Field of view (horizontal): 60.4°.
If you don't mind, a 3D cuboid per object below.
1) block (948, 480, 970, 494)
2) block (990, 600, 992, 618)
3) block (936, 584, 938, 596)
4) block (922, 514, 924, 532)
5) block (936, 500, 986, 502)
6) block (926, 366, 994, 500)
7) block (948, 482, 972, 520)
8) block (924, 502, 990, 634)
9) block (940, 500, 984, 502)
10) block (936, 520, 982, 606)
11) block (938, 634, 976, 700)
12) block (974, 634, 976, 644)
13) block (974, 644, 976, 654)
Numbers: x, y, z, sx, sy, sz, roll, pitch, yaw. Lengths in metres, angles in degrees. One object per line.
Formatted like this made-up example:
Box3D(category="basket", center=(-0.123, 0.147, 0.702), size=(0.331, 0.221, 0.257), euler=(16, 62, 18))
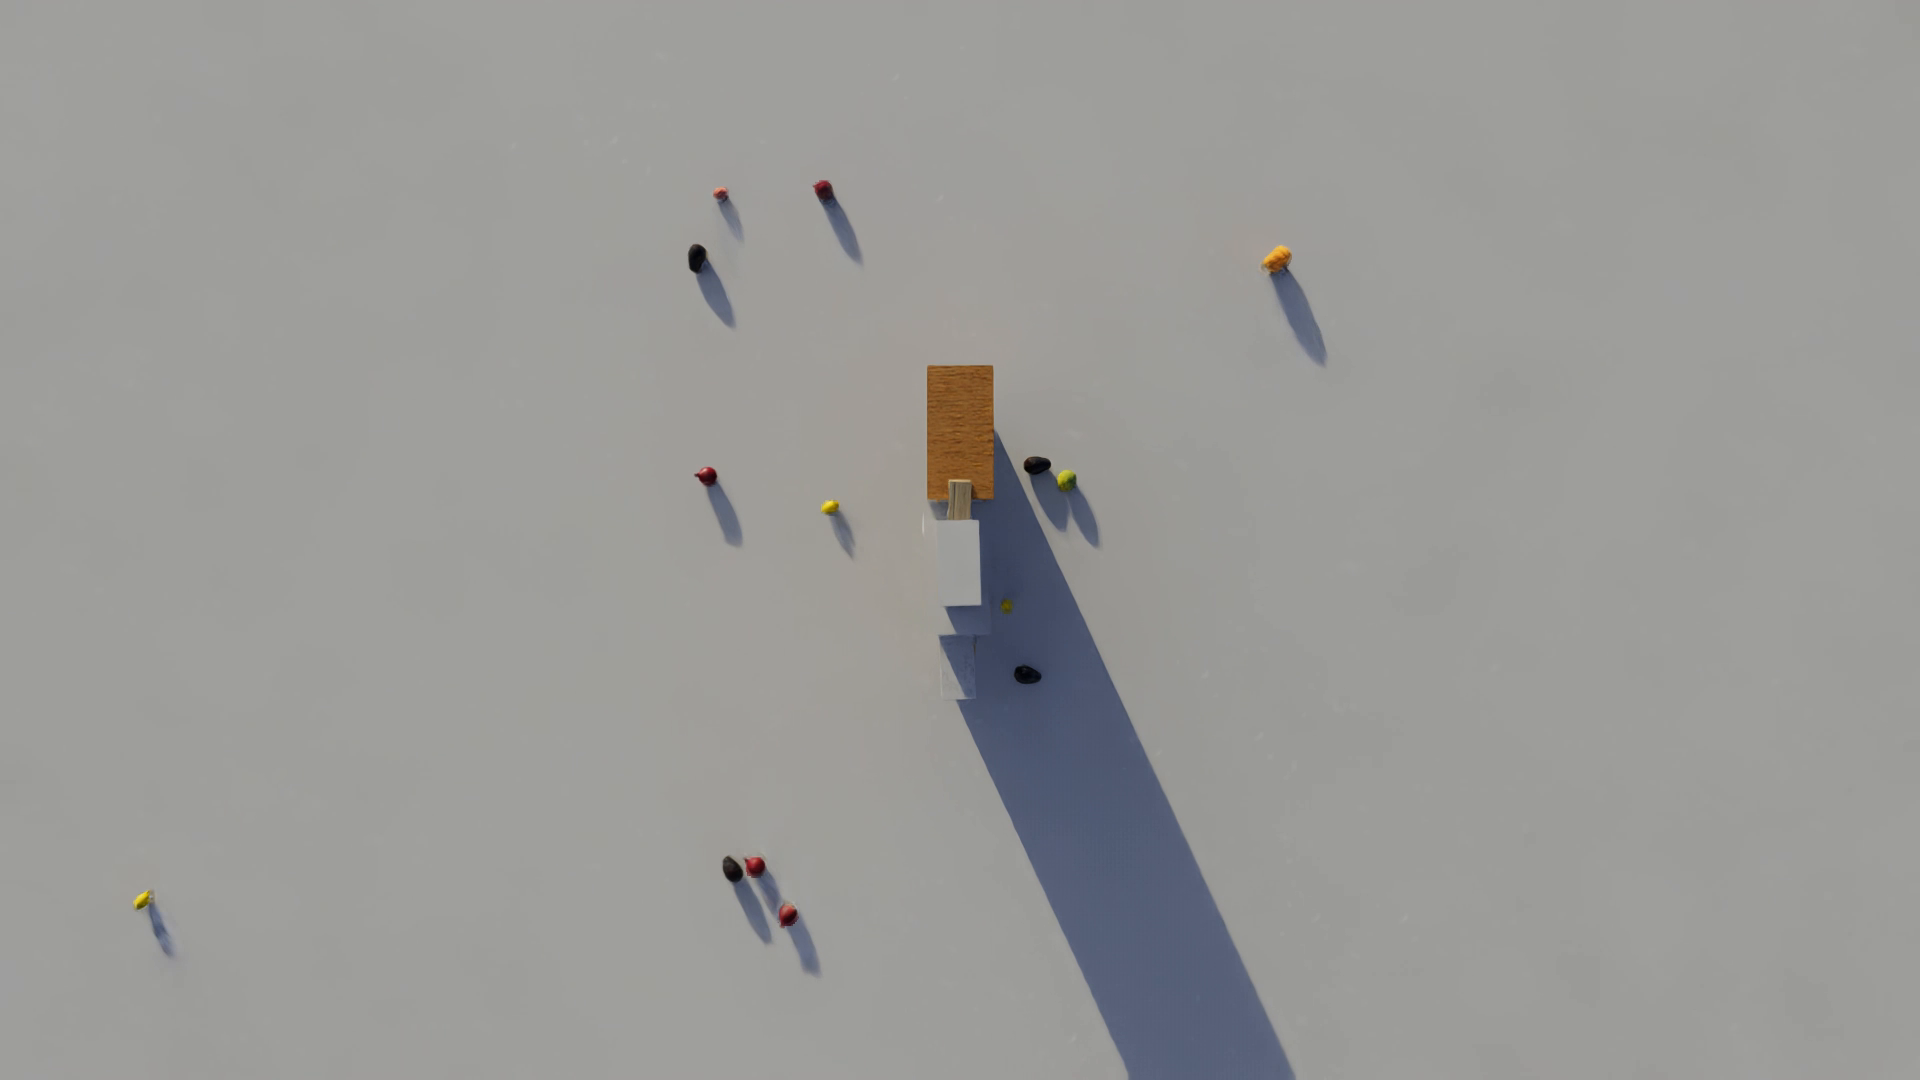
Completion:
Box3D(category="block", center=(-0.001, -0.142, 4.388), size=(0.058, 0.115, 0.016), euler=(0, 104, 0))
Box3D(category="block", center=(-0.004, 0.195, 4.791), size=(0.180, 0.535, 0.051), euler=(-3, 89, 0))
Box3D(category="block", center=(-0.005, 0.130, 4.363), size=(0.109, 0.219, 0.031), euler=(-3, 91, 0))
Box3D(category="block", center=(-0.013, -0.043, 4.703), size=(0.180, 0.359, 0.051), euler=(2, 90, 0))
Box3D(category="block", center=(0.004, -0.042, 5.171), size=(0.153, 0.043, 0.307), euler=(0, 90, 0))
Box3D(category="block", center=(0.001, -0.291, 4.471), size=(0.180, 0.051, 0.360), euler=(0, 90, 0))
Box3D(category="block", center=(-0.001, -0.094, 4.322), size=(0.058, 0.016, 0.115), euler=(3, 90, 0))
Box3D(category="block", center=(-0.008, 0.077, 4.498), size=(0.180, 0.051, 0.359), euler=(0, 90, 0))
Box3D(category="block", center=(0.002, -0.225, 4.875), size=(0.128, 0.036, 0.257), euler=(-1, 90, 0))
Box3D(category="block", center=(-0.003, 0.059, 4.237), size=(0.109, 0.031, 0.219), euler=(-1, 90, 0))
Box3D(category="block", center=(-0.008, 0.365, 4.840), size=(0.102, 0.029, 0.203), euler=(-3, 90, 0))
Box3D(category="block", center=(-0.006, 0.295, 4.956), size=(0.102, 0.203, 0.029), euler=(-1, 90, 0))
Box3D(category="block", center=(-0.004, 0.248, 5.072), size=(0.101, 0.029, 0.202), euler=(-1, 90, 0))
